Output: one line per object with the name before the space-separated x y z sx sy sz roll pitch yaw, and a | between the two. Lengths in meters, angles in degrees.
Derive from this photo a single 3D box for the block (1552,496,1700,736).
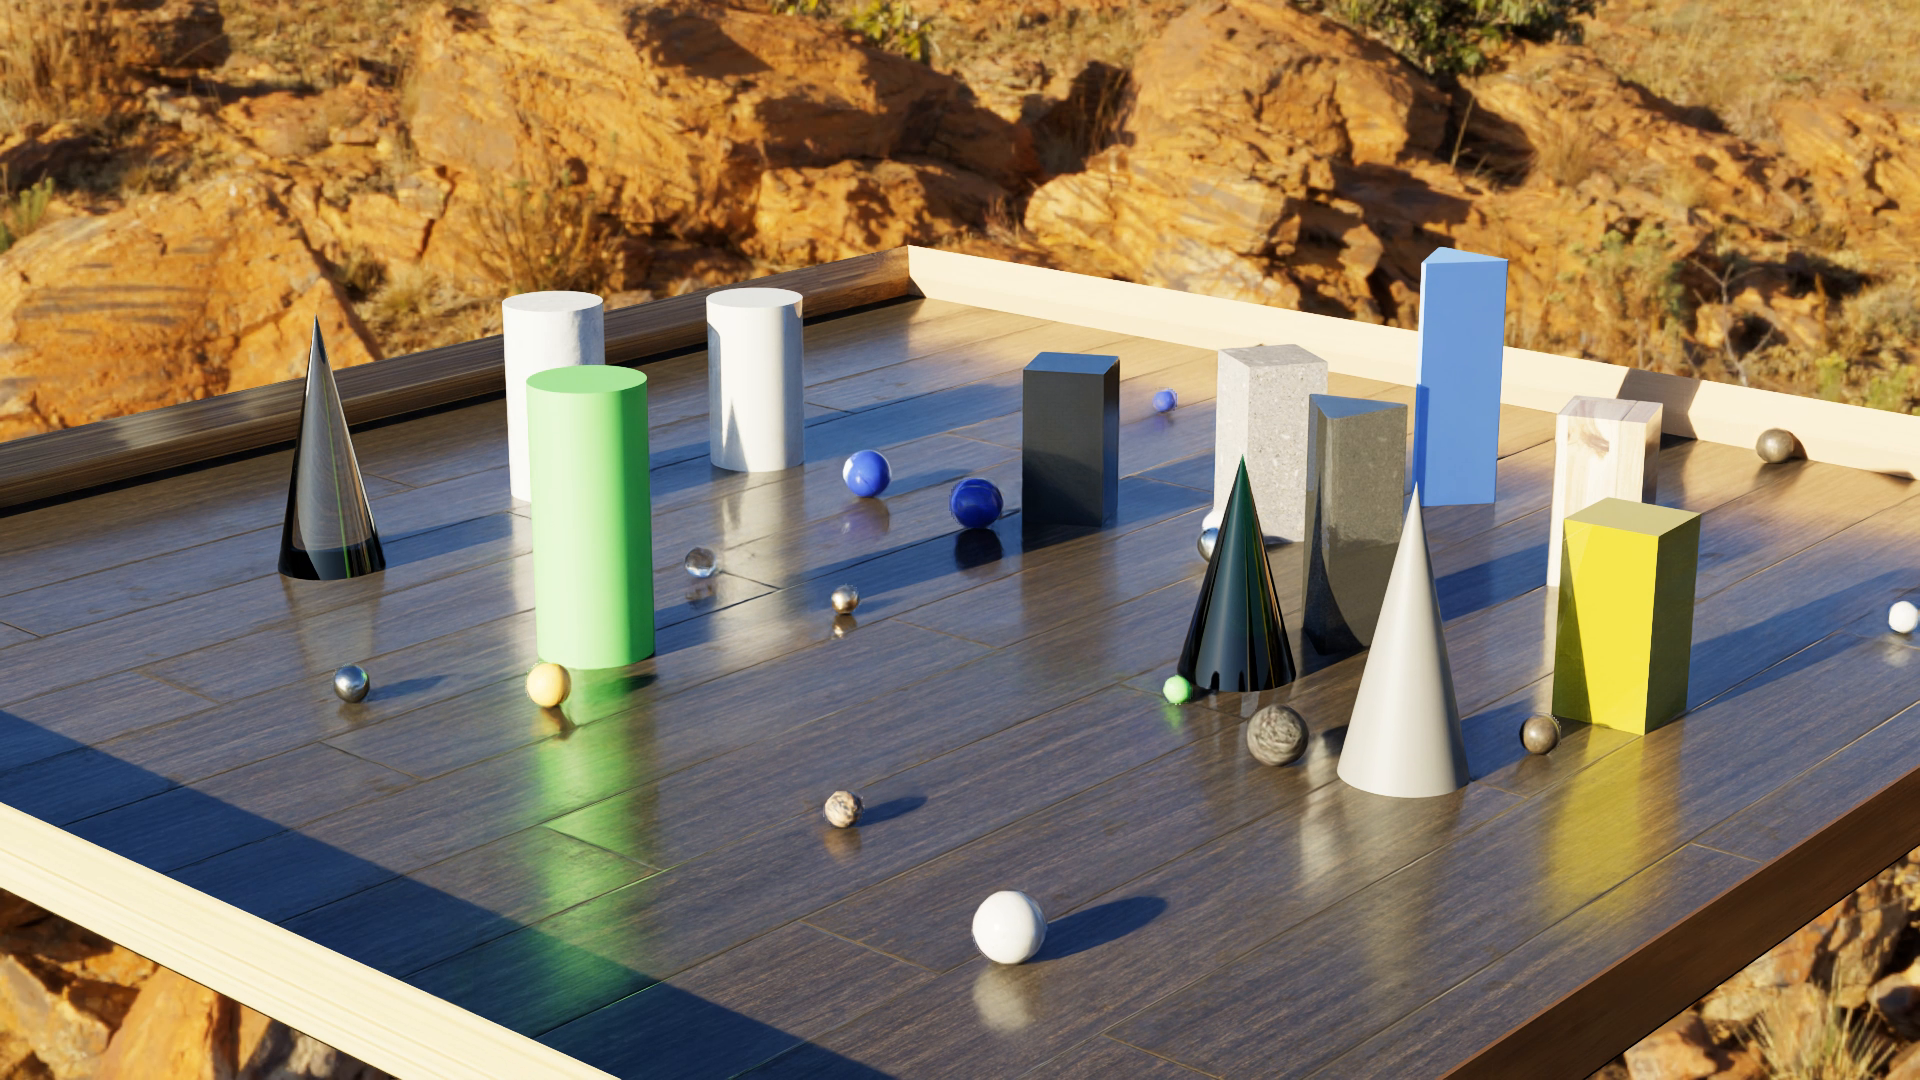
block | 1.026 0.115 4.518 0.154 0.316 0.154 12 21 35

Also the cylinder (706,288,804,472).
cylinder | -0.413 -0.326 5.944 0.193 0.336 0.193 0 17 0

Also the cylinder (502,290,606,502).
cylinder | -0.786 -0.280 5.717 0.193 0.379 0.193 0 17 0

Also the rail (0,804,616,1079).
rail | -1.172 0.421 3.829 3.495 0.125 0.045 14 22 39

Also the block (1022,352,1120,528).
block | 0.211 -0.193 5.571 0.154 0.296 0.154 4 17 14

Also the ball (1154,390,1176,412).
ball | 0.444 -0.302 6.360 0.048 0.048 0.048 0 17 0

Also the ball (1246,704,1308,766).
ball | 0.469 0.289 4.329 0.092 0.092 0.092 0 17 0

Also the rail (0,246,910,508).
rail | -1.302 -0.295 6.202 0.045 0.125 3.621 14 22 39

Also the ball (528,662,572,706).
ball | -0.640 0.226 4.577 0.070 0.070 0.070 0 17 0

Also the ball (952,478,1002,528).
ball | 0.032 -0.069 5.508 0.097 0.097 0.097 0 17 0

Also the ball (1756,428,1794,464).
ball | 1.654 -0.192 5.953 0.074 0.074 0.074 0 17 0

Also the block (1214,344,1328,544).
block | 0.576 -0.178 5.449 0.154 0.338 0.154 -5 17 -16

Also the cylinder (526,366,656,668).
cylinder | -0.600 -0.039 4.779 0.193 0.459 0.193 0 17 0

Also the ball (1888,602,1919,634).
ball | 1.585 0.130 4.923 0.053 0.053 0.053 0 17 0

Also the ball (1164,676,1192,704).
ball | 0.341 0.235 4.593 0.043 0.043 0.043 0 17 0

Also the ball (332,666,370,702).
ball | -0.954 0.226 4.595 0.058 0.058 0.058 0 17 0

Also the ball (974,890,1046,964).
ball | 0.062 0.486 3.677 0.092 0.092 0.092 0 17 0

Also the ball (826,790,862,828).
ball | -0.162 0.377 4.107 0.052 0.052 0.052 0 17 0

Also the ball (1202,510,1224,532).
ball | 0.481 -0.022 5.403 0.067 0.067 0.067 0 17 0

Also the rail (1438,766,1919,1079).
rail | 1.302 0.358 4.038 0.045 0.125 3.621 14 22 39

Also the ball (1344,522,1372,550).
ball | 0.731 -0.006 5.379 0.050 0.050 0.050 0 17 0

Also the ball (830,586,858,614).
ball | -0.198 0.103 5.020 0.048 0.048 0.048 0 17 0

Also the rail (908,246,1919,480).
rail | 1.172 -0.358 6.412 3.495 0.125 0.045 14 22 39

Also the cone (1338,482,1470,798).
cone | 0.651 0.129 4.246 0.193 0.445 0.193 0 17 0

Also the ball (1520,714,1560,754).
ball | 0.866 0.291 4.379 0.059 0.059 0.059 0 17 0

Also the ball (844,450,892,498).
ball | -0.181 -0.130 5.714 0.093 0.093 0.093 0 17 0

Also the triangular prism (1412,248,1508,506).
triangular prism | 0.943 -0.318 5.674 0.167 0.477 0.145 -3 17 -9

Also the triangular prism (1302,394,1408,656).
triangular prism | 0.622 -0.033 4.861 0.167 0.401 0.145 -11 20 -32

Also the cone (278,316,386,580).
cone | -1.135 -0.179 5.232 0.193 0.466 0.193 0 17 0

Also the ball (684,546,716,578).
ball | -0.462 0.039 5.218 0.056 0.056 0.056 0 17 0

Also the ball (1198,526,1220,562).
ball | 0.463 0.009 5.294 0.070 0.070 0.070 0 17 0

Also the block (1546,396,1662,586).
block | 1.138 -0.081 5.175 0.154 0.310 0.154 7 18 22

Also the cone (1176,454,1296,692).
cone | 0.447 0.037 4.686 0.193 0.367 0.193 0 17 0

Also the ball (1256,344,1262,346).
ball | 0.693 -0.430 6.790 0.045 0.045 0.045 0 17 0
